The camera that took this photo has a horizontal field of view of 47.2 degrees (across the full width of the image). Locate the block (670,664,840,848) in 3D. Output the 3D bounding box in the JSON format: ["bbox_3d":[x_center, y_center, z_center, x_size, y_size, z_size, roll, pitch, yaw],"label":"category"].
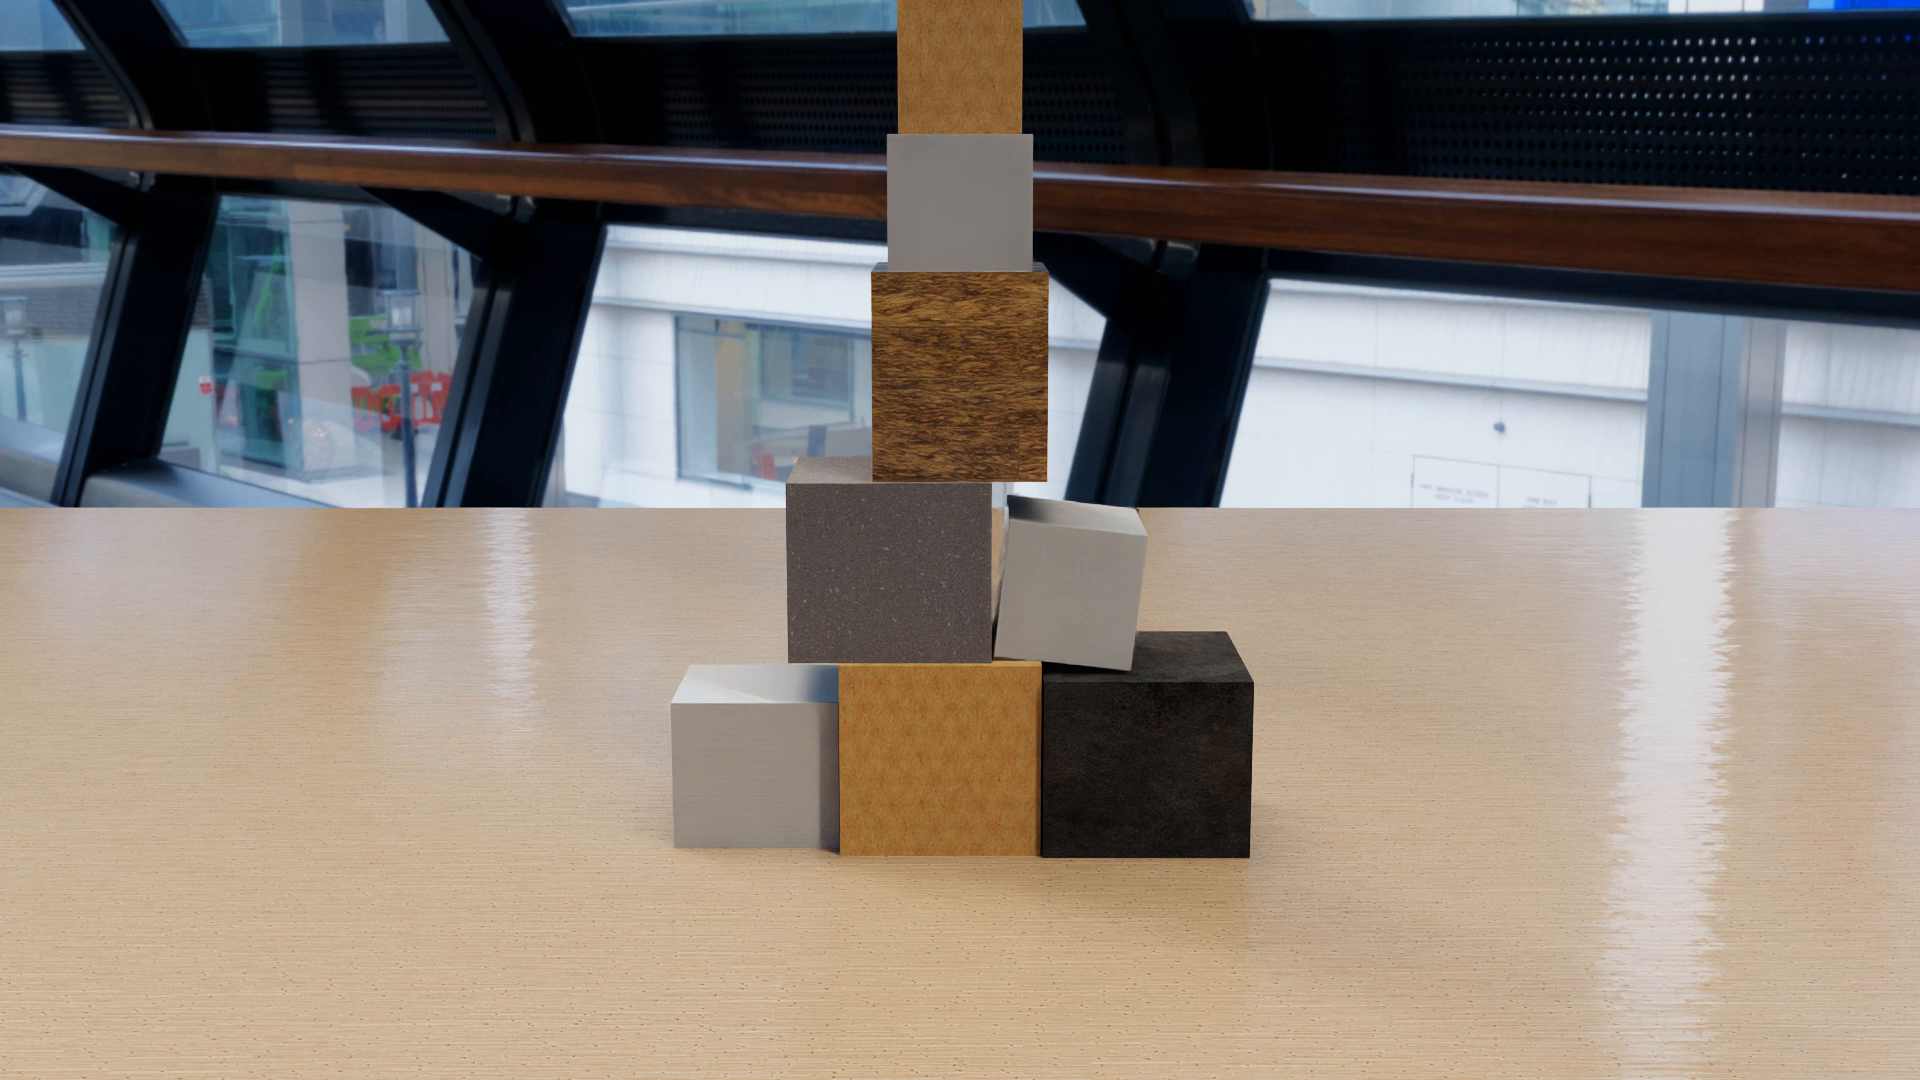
[{"bbox_3d":[-1.021,1.106,11.380,0.831,0.752,0.813,0,10,0],"label":"block"}]

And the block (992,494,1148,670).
[{"bbox_3d":[0.543,0.204,11.205,0.682,0.682,0.811,6,10,-1],"label":"block"}]

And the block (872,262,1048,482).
[{"bbox_3d":[0.000,-0.859,11.033,0.851,1.017,0.859,0,10,0],"label":"block"}]

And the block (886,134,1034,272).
[{"bbox_3d":[0.000,-1.675,10.868,0.695,0.648,0.729,0,10,0],"label":"block"}]

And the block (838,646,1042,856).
[{"bbox_3d":[-0.098,1.002,11.351,0.996,0.967,1.028,0,10,0],"label":"block"}]

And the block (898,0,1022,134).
[{"bbox_3d":[0.000,-2.348,10.741,0.590,0.720,0.711,0,10,0],"label":"block"}]

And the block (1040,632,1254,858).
[{"bbox_3d":[0.923,1.034,11.371,1.026,0.897,1.133,0,10,0],"label":"block"}]

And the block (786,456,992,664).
[{"bbox_3d":[-0.346,0.085,11.187,1.001,0.895,0.907,0,10,0],"label":"block"}]
